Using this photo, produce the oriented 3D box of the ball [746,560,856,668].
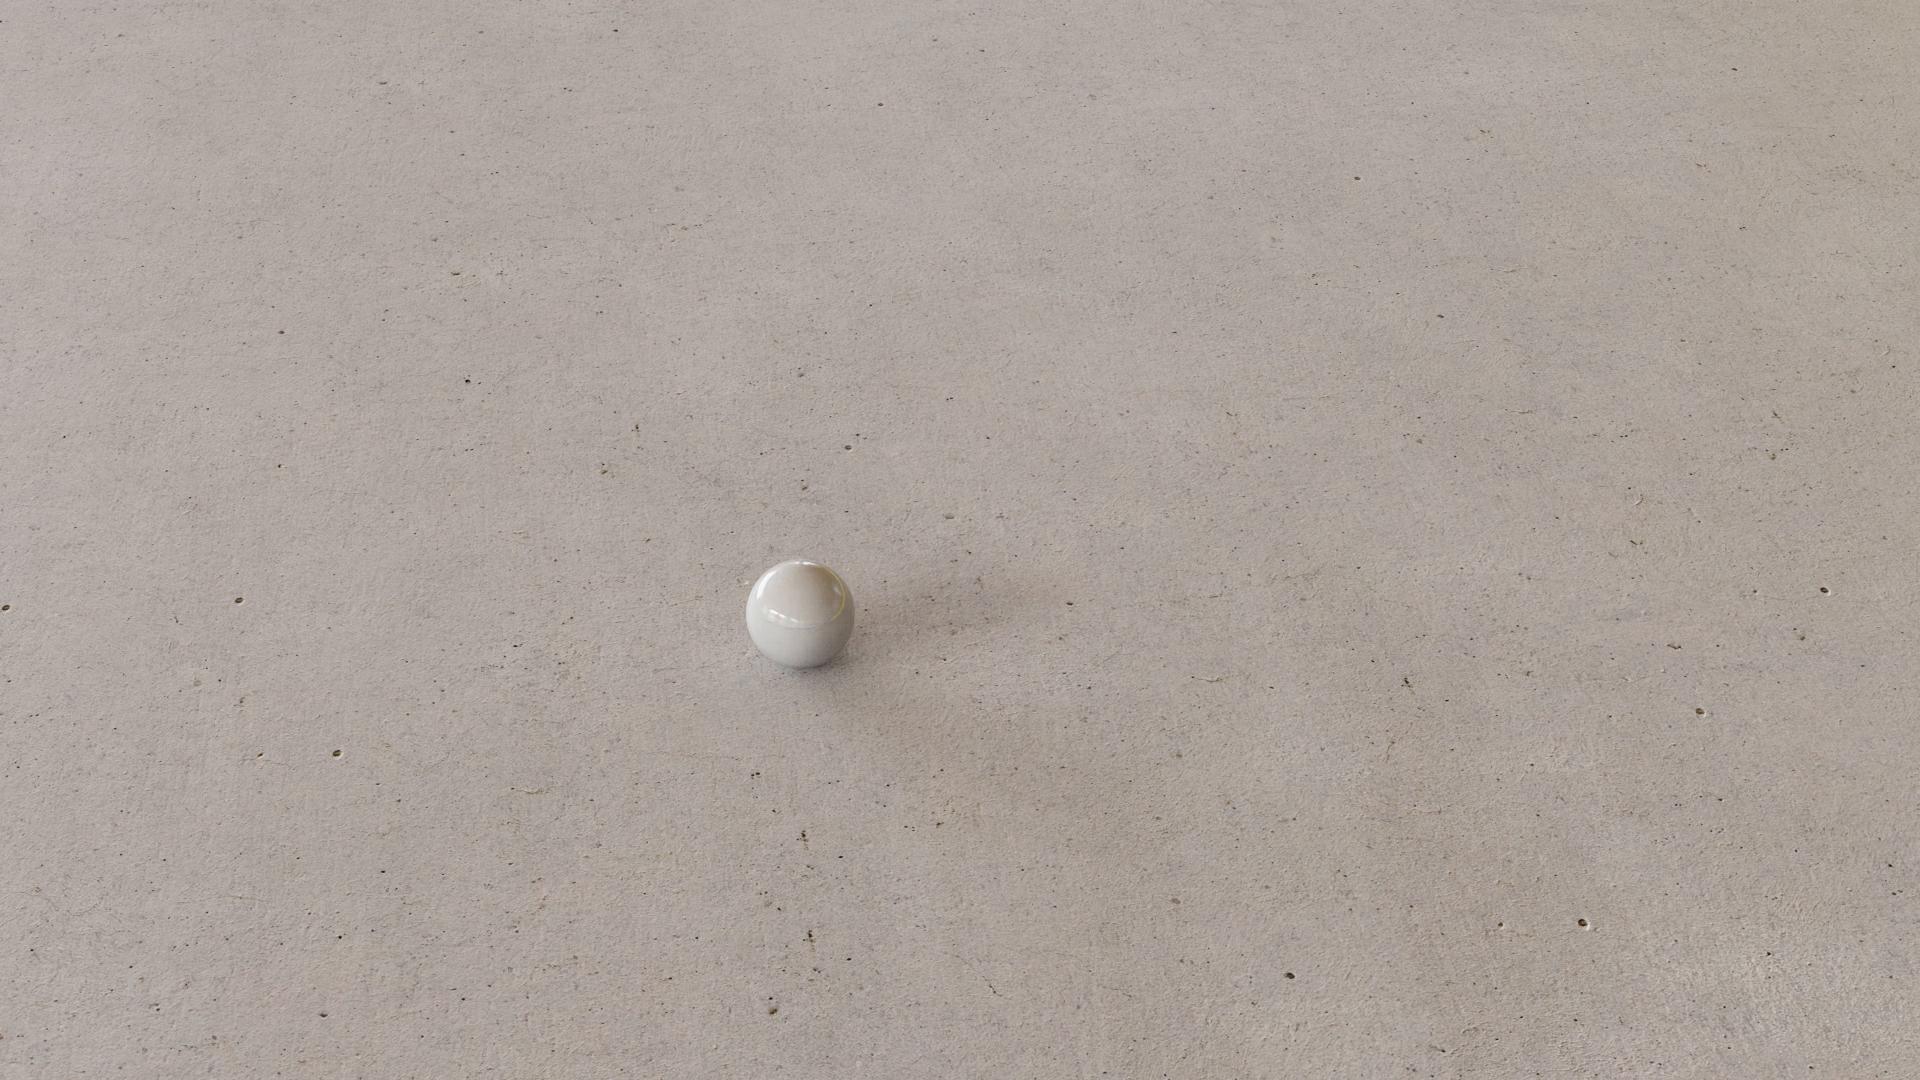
[{"bbox_3d":[-0.086,0.040,1.587,0.059,0.059,0.059,0,31,0],"label":"ball"}]
